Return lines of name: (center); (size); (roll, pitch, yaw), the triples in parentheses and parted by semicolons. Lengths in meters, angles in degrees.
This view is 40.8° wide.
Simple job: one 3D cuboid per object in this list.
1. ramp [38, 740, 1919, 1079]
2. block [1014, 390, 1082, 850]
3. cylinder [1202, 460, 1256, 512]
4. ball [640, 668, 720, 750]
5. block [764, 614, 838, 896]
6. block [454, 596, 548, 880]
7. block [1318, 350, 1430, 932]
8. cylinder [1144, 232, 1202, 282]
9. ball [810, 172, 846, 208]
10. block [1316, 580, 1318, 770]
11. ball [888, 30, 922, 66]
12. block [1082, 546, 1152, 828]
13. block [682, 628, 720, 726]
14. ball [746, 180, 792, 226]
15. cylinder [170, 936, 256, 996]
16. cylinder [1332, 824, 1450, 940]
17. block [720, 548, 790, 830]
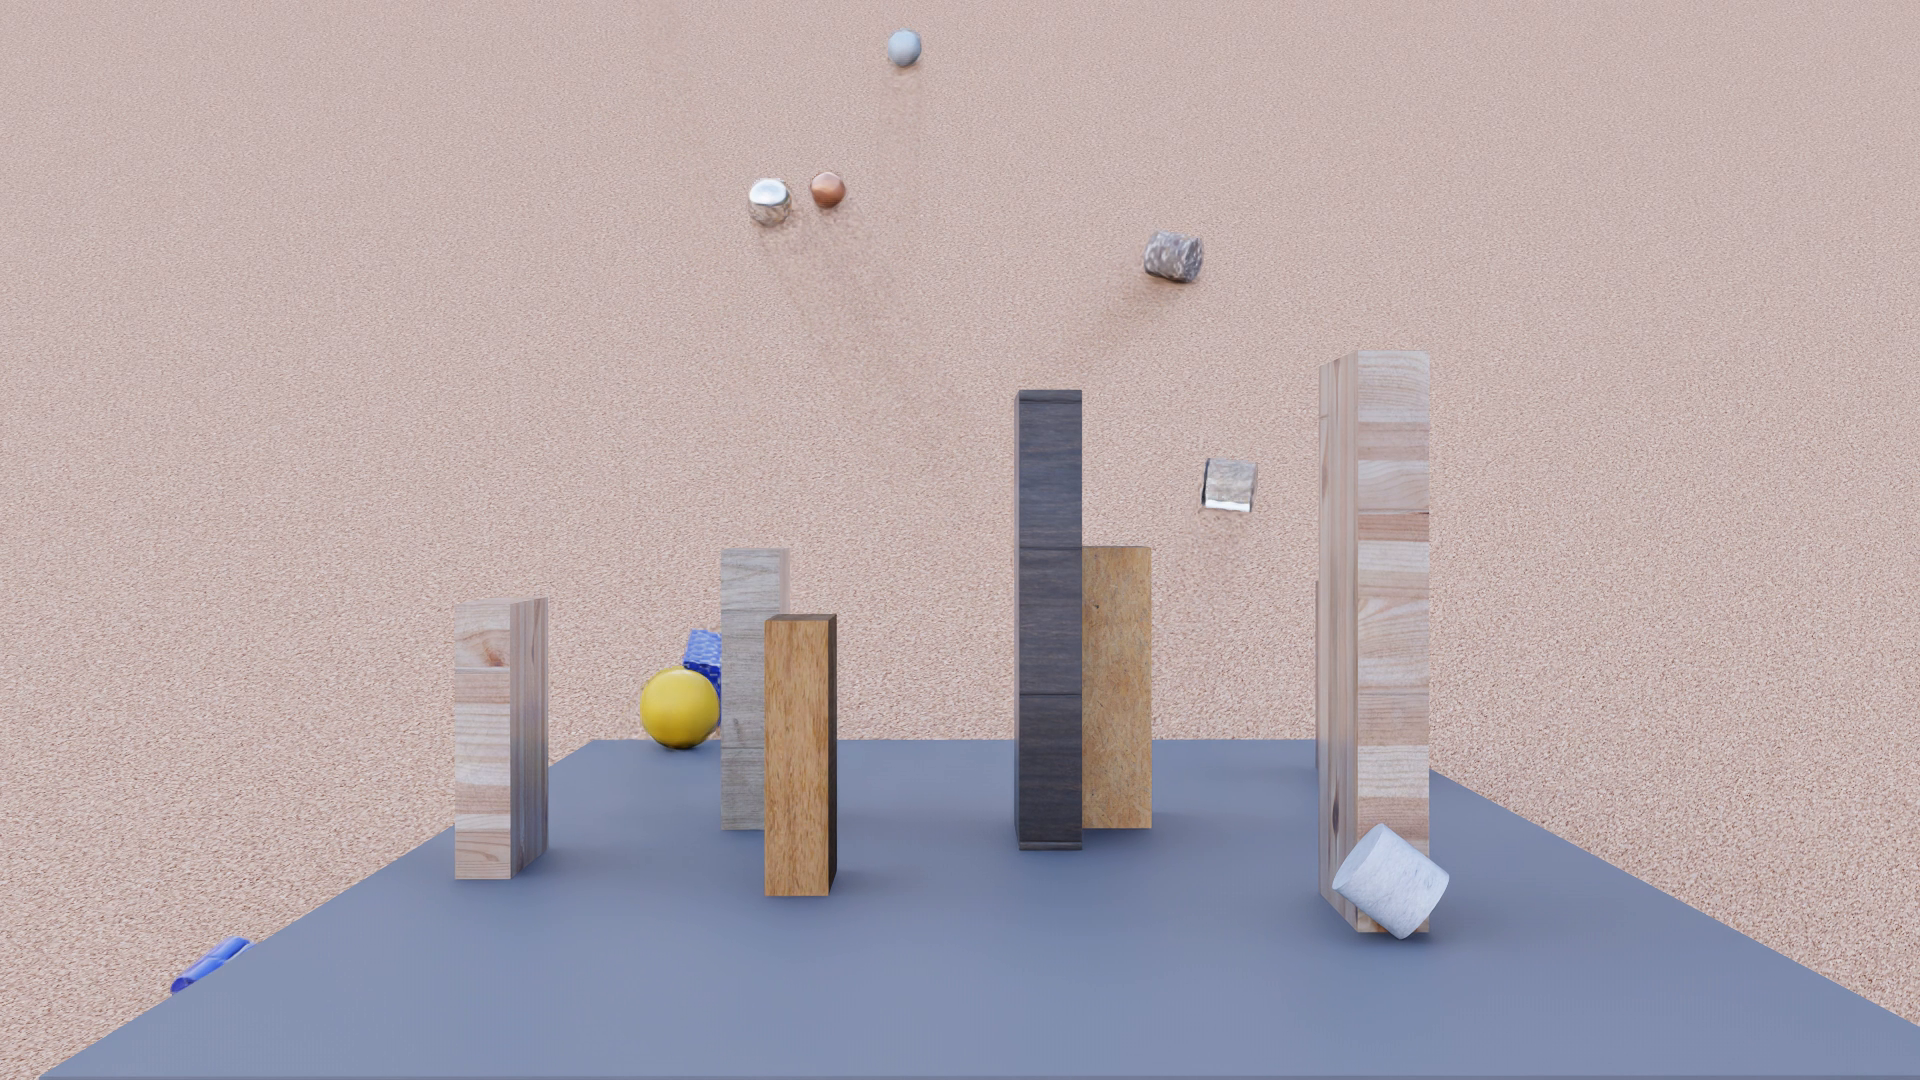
ramp: (0.064, 0.577, 4.622); (2.000, 0.100, 4.000); (0, 0, 0)
block: (0.154, 0.135, 4.598); (0.107, 0.785, 0.396); (0, 0, 0)
cylinder: (0.823, -0.167, 7.894); (0.147, 0.147, 0.147); (6, 29, 11)
ball: (-0.689, 0.414, 6.350); (0.199, 0.199, 0.199); (0, 29, 0)
block: (-0.245, 0.326, 4.015); (0.095, 0.412, 0.283); (0, 0, 0)
block: (-0.750, 0.315, 4.246); (0.087, 0.432, 0.380); (0, 0, 0)
block: (0.592, 0.137, 3.720); (0.097, 0.795, 0.383); (0, 0, 0)
cylinder: (0.782, -1.037, 9.473); (0.162, 0.162, 0.162); (15, 32, 25)
ball: (-0.516, -1.368, 10.106); (0.136, 0.136, 0.136); (0, 29, 0)
block: (0.866, 0.305, 5.677); (0.120, 0.425, 0.369); (0, 0, 0)
ball: (-0.251, -2.215, 11.637); (0.155, 0.155, 0.155); (0, 29, 0)
block: (0.284, 0.269, 4.854); (0.131, 0.513, 0.270); (0, 0, 0)
block: (-0.642, 0.368, 6.846); (0.178, 0.178, 0.178); (10, 26, -2)
ball: (-0.731, -1.298, 9.935); (0.176, 0.176, 0.176); (0, 29, 0)
cylinder: (-1.635, 0.996, 5.747); (0.163, 0.163, 0.163); (14, 32, 24)
cylinder: (0.579, 0.459, 3.475); (0.111, 0.111, 0.111); (37, 34, 0)
block: (-0.382, 0.271, 4.849); (0.107, 0.510, 0.299); (0, 0, 0)
